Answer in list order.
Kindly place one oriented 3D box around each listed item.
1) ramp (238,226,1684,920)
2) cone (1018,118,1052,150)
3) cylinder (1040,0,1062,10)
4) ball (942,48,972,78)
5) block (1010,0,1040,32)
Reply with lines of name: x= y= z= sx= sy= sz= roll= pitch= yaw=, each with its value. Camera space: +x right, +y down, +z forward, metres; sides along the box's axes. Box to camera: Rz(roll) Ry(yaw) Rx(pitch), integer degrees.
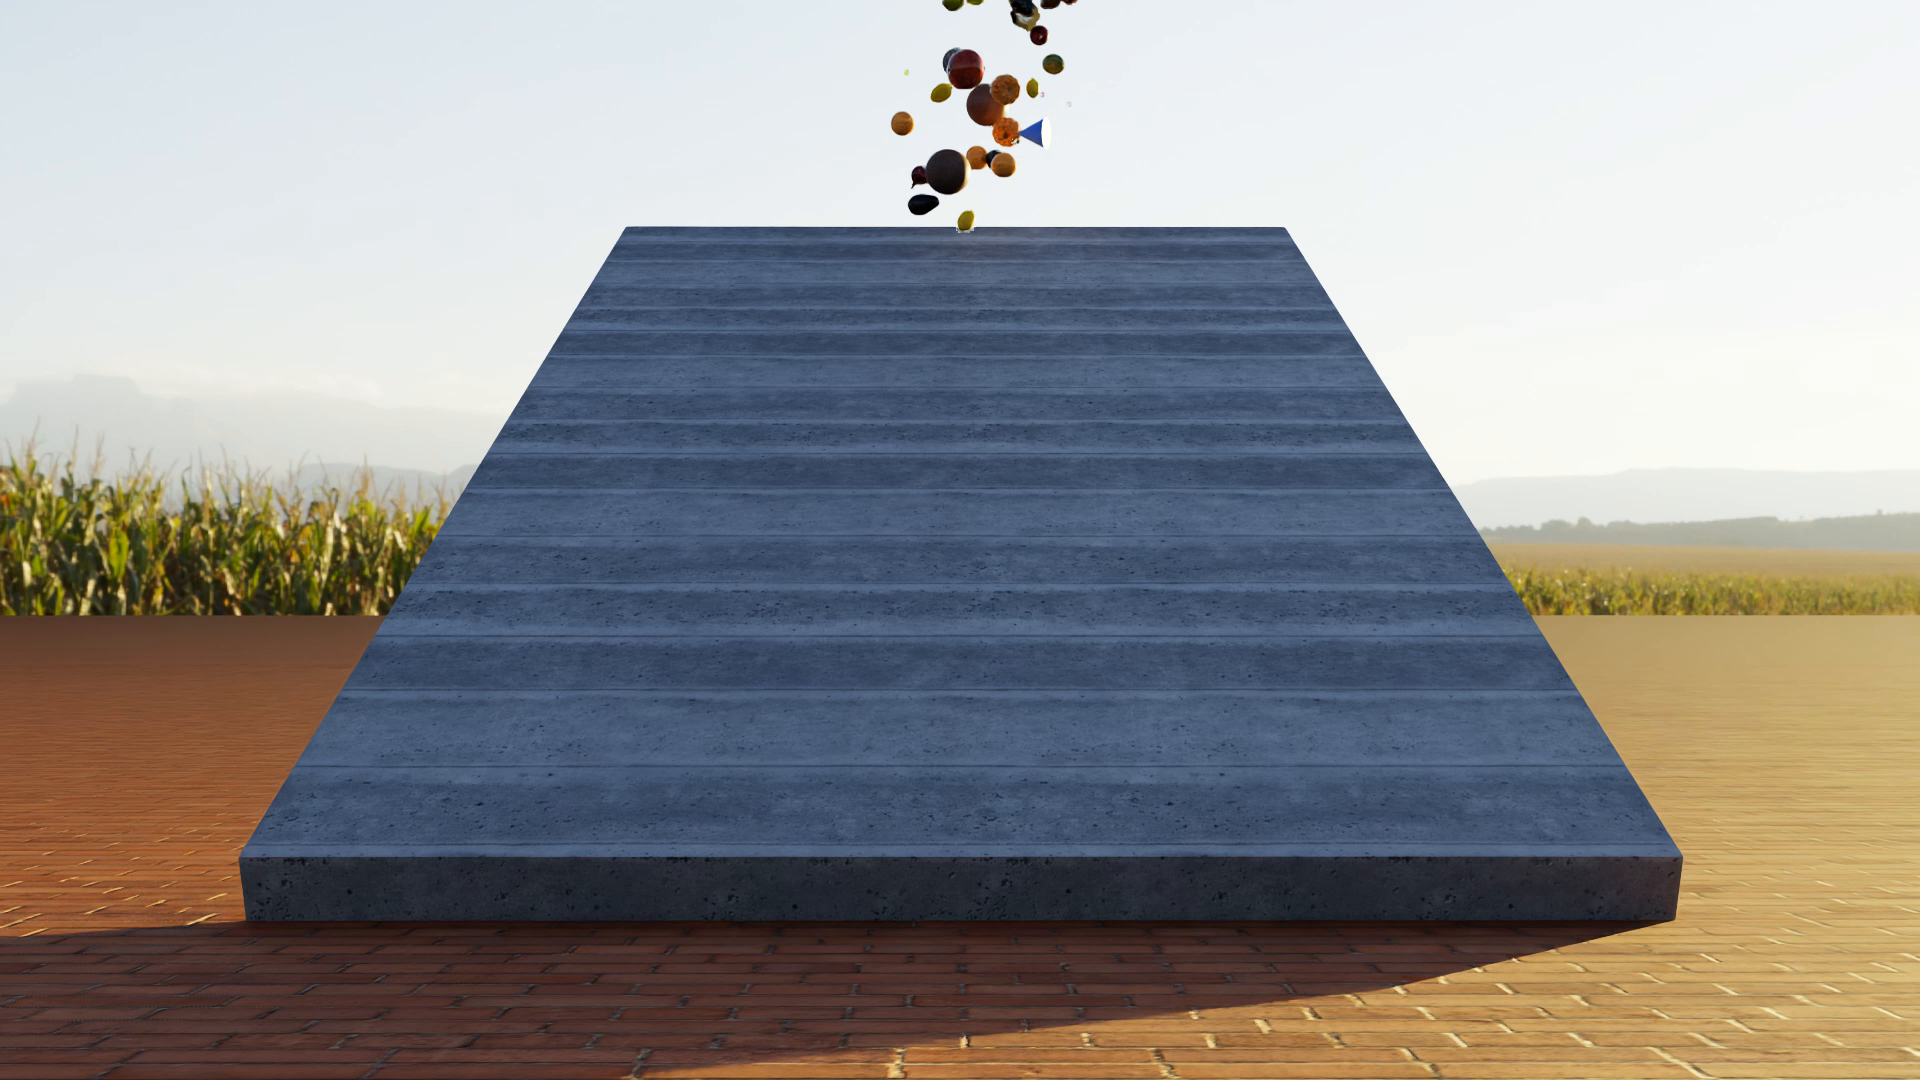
ramp: x=-0.005 y=-0.210 z=5.037 sx=2.000 sy=0.100 sz=4.000 roll=0 pitch=20 yaw=0
cone: x=0.203 y=-1.157 z=6.463 sx=0.090 sy=0.090 sz=0.090 roll=3 pitch=-1 yaw=19
cylinder: x=0.253 y=-1.554 z=6.467 sx=0.060 sy=0.060 sz=0.060 roll=-11 pitch=-20 yaw=-4
ball: x=-0.009 y=-1.437 z=6.841 sx=0.088 sy=0.088 sz=0.088 roll=0 pitch=-2 yaw=0
block: x=0.197 y=-1.586 z=6.861 sx=0.060 sy=0.060 sz=0.060 roll=31 pitch=-14 yaw=25
